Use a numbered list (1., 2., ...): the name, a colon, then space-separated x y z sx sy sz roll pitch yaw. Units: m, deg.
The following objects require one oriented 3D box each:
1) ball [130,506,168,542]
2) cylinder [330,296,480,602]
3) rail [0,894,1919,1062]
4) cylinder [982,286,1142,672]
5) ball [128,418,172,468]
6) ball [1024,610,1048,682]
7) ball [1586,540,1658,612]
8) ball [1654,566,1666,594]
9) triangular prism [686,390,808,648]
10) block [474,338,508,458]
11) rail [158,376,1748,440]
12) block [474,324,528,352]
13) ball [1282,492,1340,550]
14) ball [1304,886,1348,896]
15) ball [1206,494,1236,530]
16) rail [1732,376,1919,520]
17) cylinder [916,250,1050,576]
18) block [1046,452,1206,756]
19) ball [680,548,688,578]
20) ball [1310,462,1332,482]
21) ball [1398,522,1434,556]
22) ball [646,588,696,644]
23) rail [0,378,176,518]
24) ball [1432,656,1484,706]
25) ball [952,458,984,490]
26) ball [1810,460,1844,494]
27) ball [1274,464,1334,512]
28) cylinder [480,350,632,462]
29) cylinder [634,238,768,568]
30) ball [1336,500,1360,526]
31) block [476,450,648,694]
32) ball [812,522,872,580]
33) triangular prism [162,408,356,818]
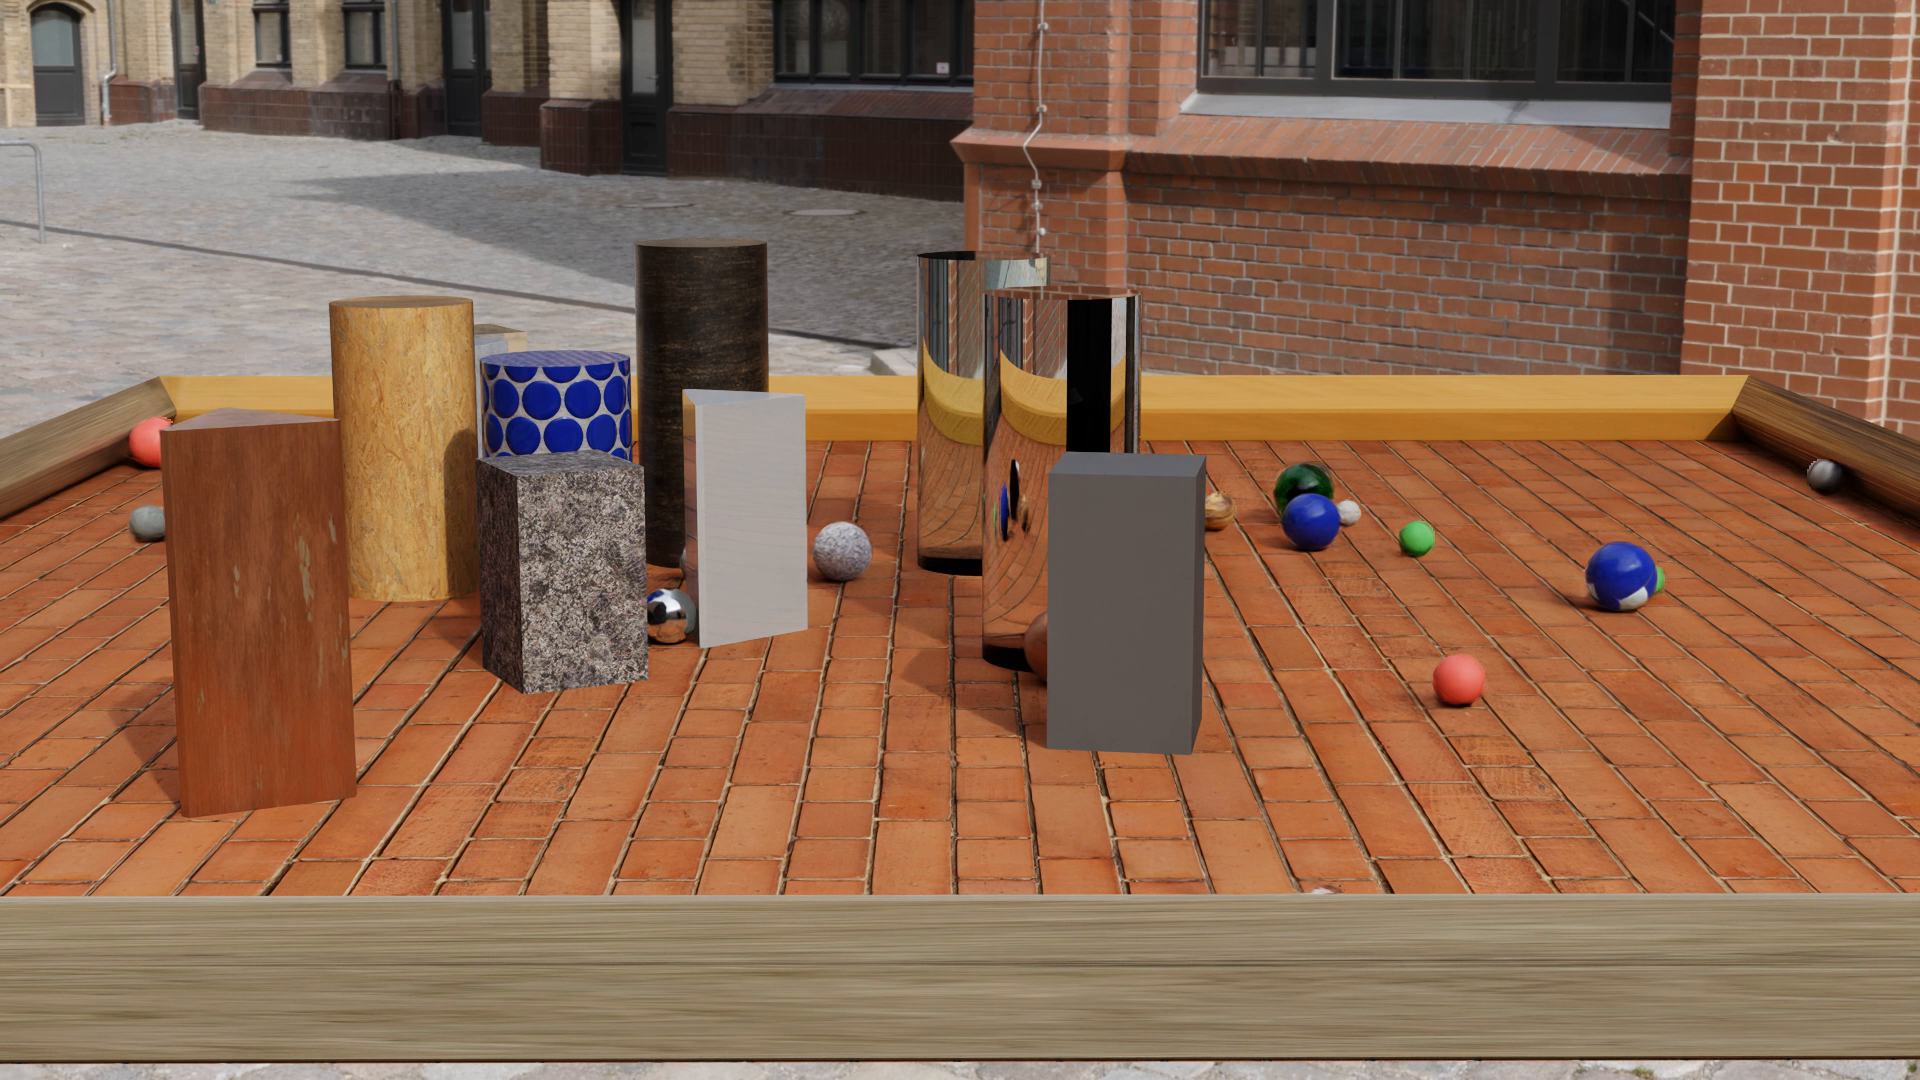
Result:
1. ball: -1.252 -0.025 3.959 0.057 0.057 0.057 0 11 0
2. cylinder: -0.771 -0.131 3.578 0.195 0.403 0.195 0 11 0
3. rail: 0.009 0.319 1.908 3.103 0.126 0.045 0 11 0
4. cylinder: 0.125 -0.078 3.157 0.195 0.452 0.195 0 11 0
5. ball: -1.469 -0.177 4.680 0.092 0.092 0.092 0 11 0
6. ball: 0.122 0.126 3.043 0.093 0.093 0.093 0 11 0
7. ball: 0.890 0.049 3.455 0.095 0.095 0.095 0 11 0
8. ball: 0.956 0.055 3.560 0.044 0.044 0.044 0 11 0
9. triangular prism: -0.310 -0.035 3.323 0.168 0.308 0.146 -9 14 -41
10. block: -0.775 -0.135 3.829 0.156 0.318 0.156 3 11 16
11. rail: -0.009 -0.254 4.990 3.103 0.126 0.045 0 11 0
12. block: -0.790 -0.180 4.096 0.156 0.310 0.156 -7 12 -31
13. ball: 0.531 -0.028 3.886 0.088 0.088 0.088 0 11 0
14. ball: 0.308 0.314 2.157 0.047 0.047 0.047 0 11 0
15. ball: 0.405 -0.044 4.054 0.059 0.059 0.059 0 11 0
16. rail: 1.528 0.031 3.458 0.045 0.126 3.183 0 11 0
17. cylinder: 0.035 -0.188 3.748 0.195 0.453 0.195 0 11 0
18. block: 0.183 0.066 2.799 0.156 0.301 0.156 2 11 9
19. ball: -0.375 0.032 3.662 0.052 0.052 0.052 0 11 0
20. ball: 0.590 -0.095 4.300 0.069 0.069 0.069 0 11 0
21. ball: 0.682 -0.001 3.838 0.052 0.052 0.052 0 11 0
22. ball: -0.371 0.096 3.261 0.072 0.072 0.072 0 11 0
23. rail: -1.528 0.034 3.440 0.045 0.126 3.183 0 11 0
24. ball: 0.572 0.162 2.946 0.058 0.058 0.058 0 11 0
25. ball: 0.014 -0.115 4.449 0.053 0.053 0.053 0 11 0
26. ball: 1.488 -0.108 4.404 0.056 0.056 0.056 0 11 0
27. ball: 0.552 -0.075 4.121 0.095 0.095 0.095 0 11 0
28. cylinder: -0.528 -0.066 3.376 0.195 0.348 0.195 0 11 0
29. cylinder: -0.380 -0.205 3.797 0.195 0.468 0.195 0 11 0
30. ball: 0.617 -0.042 4.087 0.043 0.043 0.043 0 11 0
31. block: -0.478 0.035 3.081 0.156 0.259 0.156 -6 12 -27
32. ball: -0.168 0.016 3.659 0.084 0.084 0.084 0 11 0
33. triangular prism: -0.715 0.065 2.578 0.168 0.382 0.146 -5 12 -26
